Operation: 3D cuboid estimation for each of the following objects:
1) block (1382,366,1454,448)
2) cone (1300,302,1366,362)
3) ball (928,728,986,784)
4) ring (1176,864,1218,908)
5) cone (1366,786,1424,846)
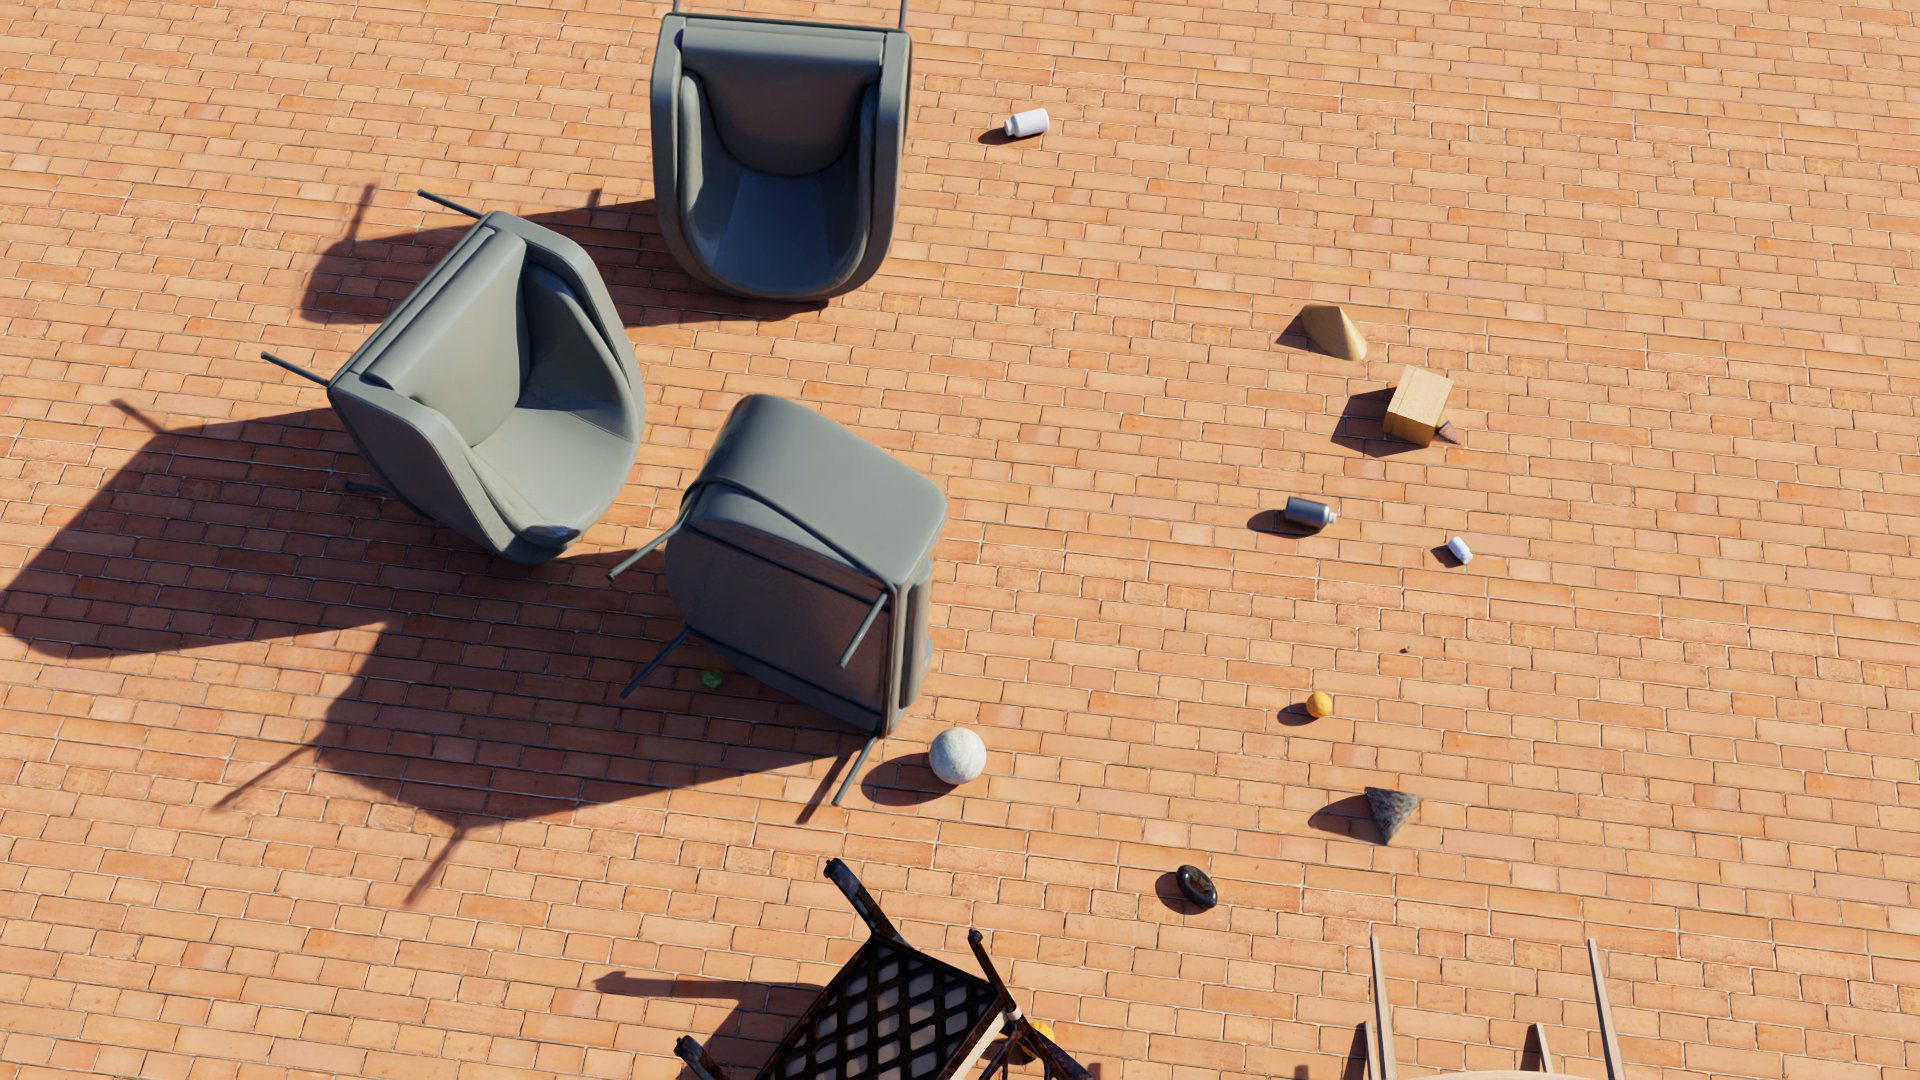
[{"bbox_3d":[1.413,-0.414,6.788,0.151,0.106,0.196,21,59,13],"label":"block"},{"bbox_3d":[1.193,-0.700,6.968,0.151,0.126,0.273,-30,61,-19],"label":"cone"},{"bbox_3d":[-0.007,0.597,6.078,0.159,0.159,0.159,0,56,0],"label":"ball"},{"bbox_3d":[0.638,0.934,5.920,0.083,0.046,0.145,-31,63,-21],"label":"ring"},{"bbox_3d":[1.178,0.765,6.021,0.159,0.147,0.151,8,82,13],"label":"cone"}]
